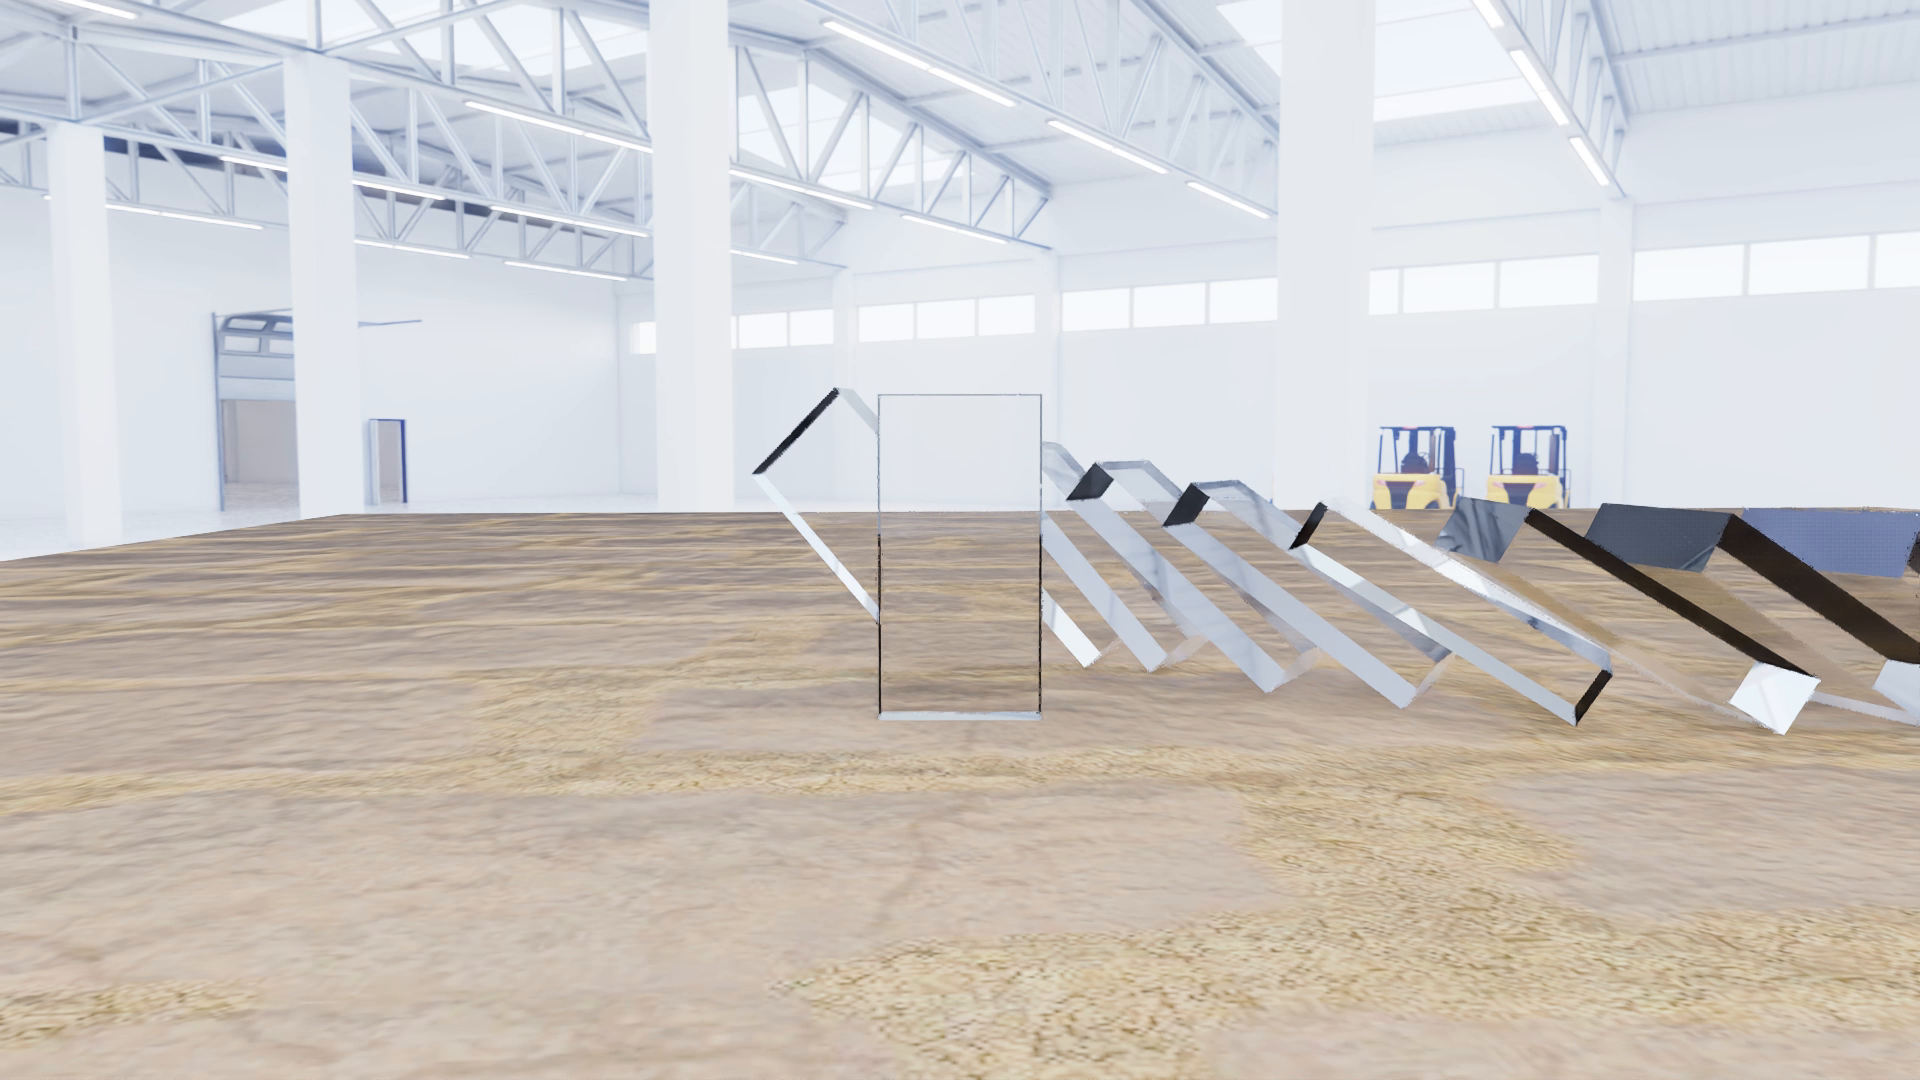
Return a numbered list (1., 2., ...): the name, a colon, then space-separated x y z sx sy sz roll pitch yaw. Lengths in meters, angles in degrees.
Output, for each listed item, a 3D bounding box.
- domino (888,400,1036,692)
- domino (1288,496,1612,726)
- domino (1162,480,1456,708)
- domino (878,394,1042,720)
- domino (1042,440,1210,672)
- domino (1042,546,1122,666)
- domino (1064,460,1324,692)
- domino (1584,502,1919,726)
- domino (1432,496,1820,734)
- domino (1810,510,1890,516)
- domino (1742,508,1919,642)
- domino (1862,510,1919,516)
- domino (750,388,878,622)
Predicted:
1. domino: 0.001 0.001 0.223 0.025 0.050 0.009 0 4 4
2. domino: 0.081 0.010 0.212 0.050 0.010 0.025 34 17 19
3. domino: 0.062 0.008 0.225 0.050 0.010 0.025 40 22 23
4. domino: 0.000 0.002 0.201 0.025 0.050 0.009 0 4 0
5. domino: 0.028 0.002 0.249 0.009 0.050 0.025 -45 -17 19
6. domino: 0.014 0.001 0.254 0.009 0.050 0.025 -44 -11 15
7. domino: 0.045 0.005 0.237 0.050 0.010 0.025 45 24 20
8. domino: 0.123 0.011 0.197 0.050 0.009 0.025 29 -2 -15
9. domino: 0.101 0.011 0.198 0.050 0.009 0.025 30 4 -3
10. domino: 0.165 0.011 0.213 0.050 0.009 0.025 28 -8 -26
11. domino: 0.146 0.011 0.200 0.050 0.009 0.025 30 -9 -26
12. domino: 0.184 0.010 0.225 0.050 0.009 0.025 27 -7 -22
13. domino: -0.015 -0.003 0.254 0.025 0.050 0.010 -44 -9 15
